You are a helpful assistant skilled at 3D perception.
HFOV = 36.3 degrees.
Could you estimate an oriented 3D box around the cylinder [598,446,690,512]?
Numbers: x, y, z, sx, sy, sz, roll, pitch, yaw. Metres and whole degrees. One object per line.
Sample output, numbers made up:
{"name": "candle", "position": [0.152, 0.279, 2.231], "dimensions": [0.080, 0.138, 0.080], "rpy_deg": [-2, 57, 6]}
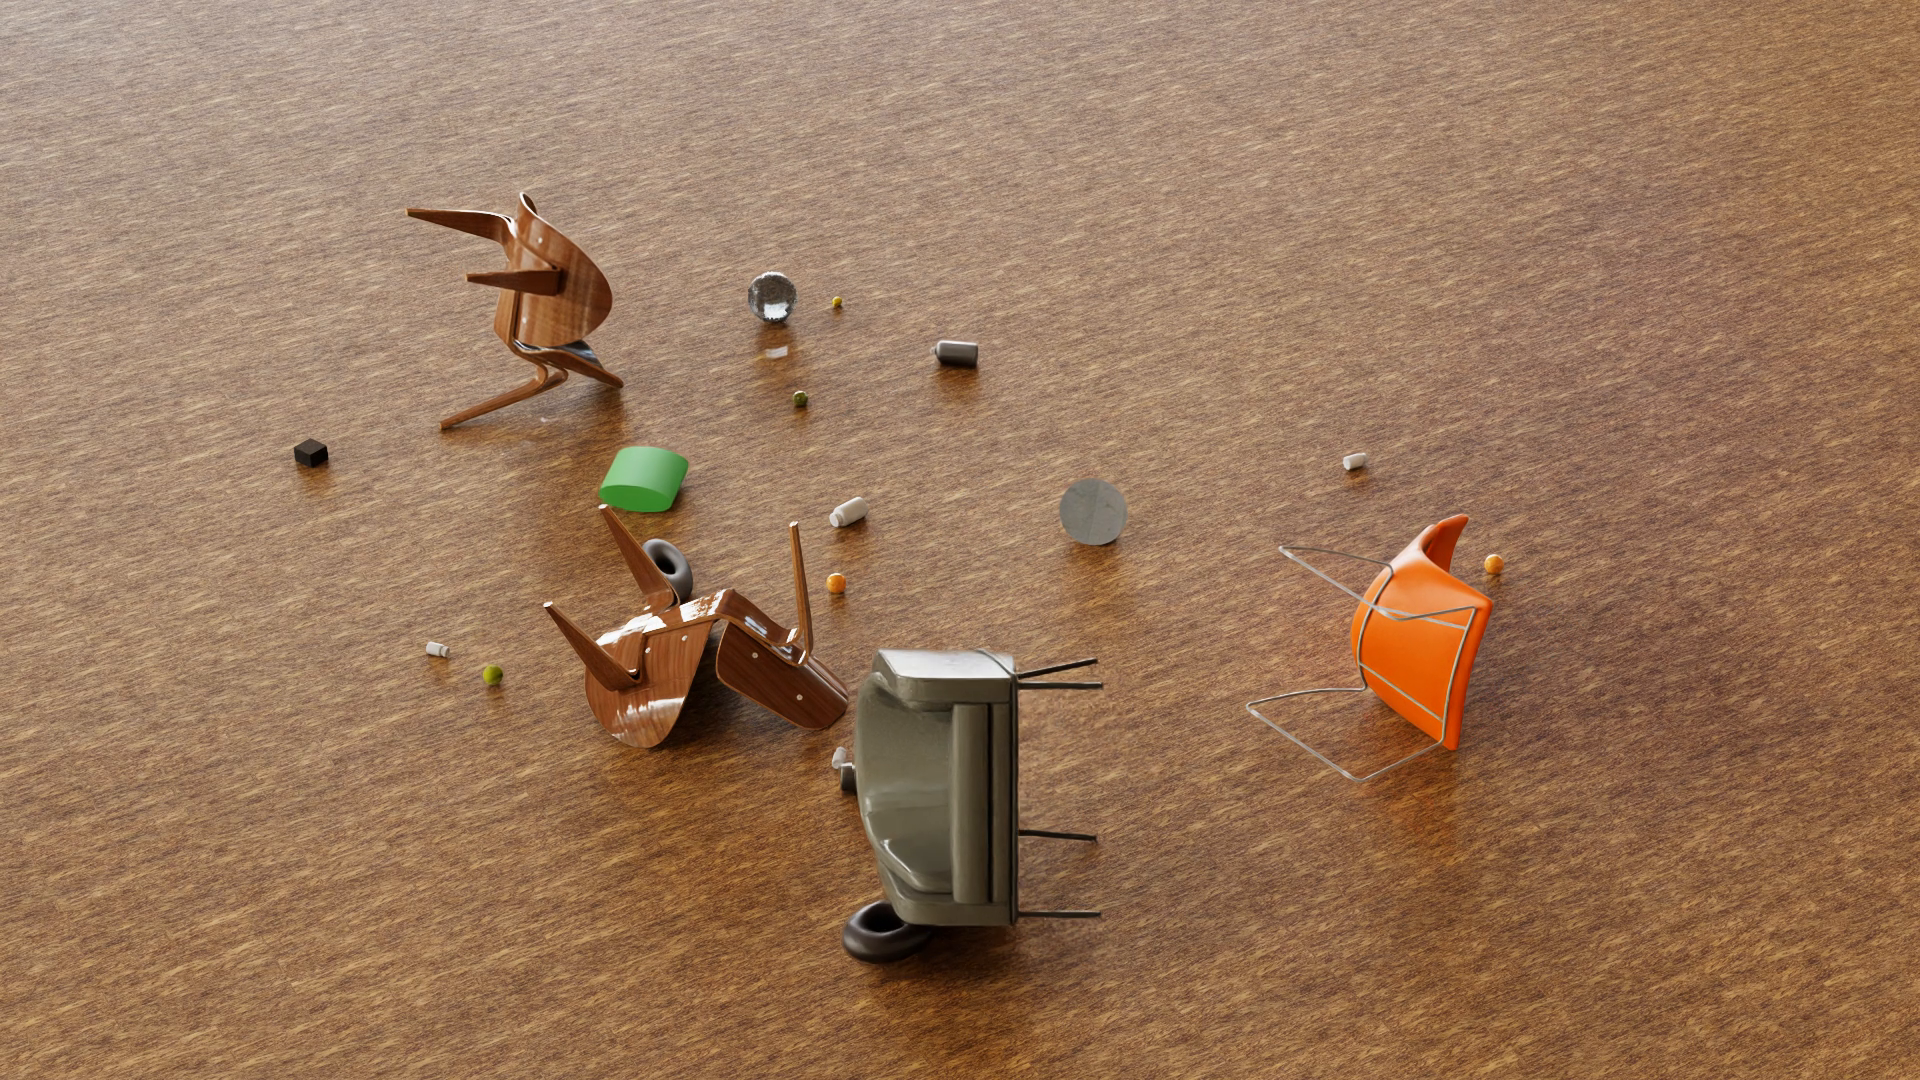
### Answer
{"name": "cylinder", "position": [-1.205, -0.233, 11.191], "dimensions": [0.285, 0.115, 0.281], "rpy_deg": [9, 34, 5]}

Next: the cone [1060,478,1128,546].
{"name": "cone", "position": [0.525, -0.102, 11.005], "dimensions": [0.266, 0.246, 0.188], "rpy_deg": [21, 5, 17]}

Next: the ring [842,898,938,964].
{"name": "ring", "position": [-0.215, 1.200, 9.019], "dimensions": [0.306, 0.091, 0.268], "rpy_deg": [-22, 29, -27]}

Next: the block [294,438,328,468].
{"name": "block", "position": [-2.523, -0.338, 11.402], "dimensions": [0.094, 0.061, 0.087], "rpy_deg": [23, 40, 31]}

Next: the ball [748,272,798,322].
{"name": "ball", "position": [-0.787, -1.018, 12.299], "dimensions": [0.209, 0.209, 0.209], "rpy_deg": [0, 33, 0]}

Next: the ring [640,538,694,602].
{"name": "ring", "position": [-1.073, 0.109, 10.701], "dimensions": [0.171, 0.087, 0.374], "rpy_deg": [-11, 35, -19]}
